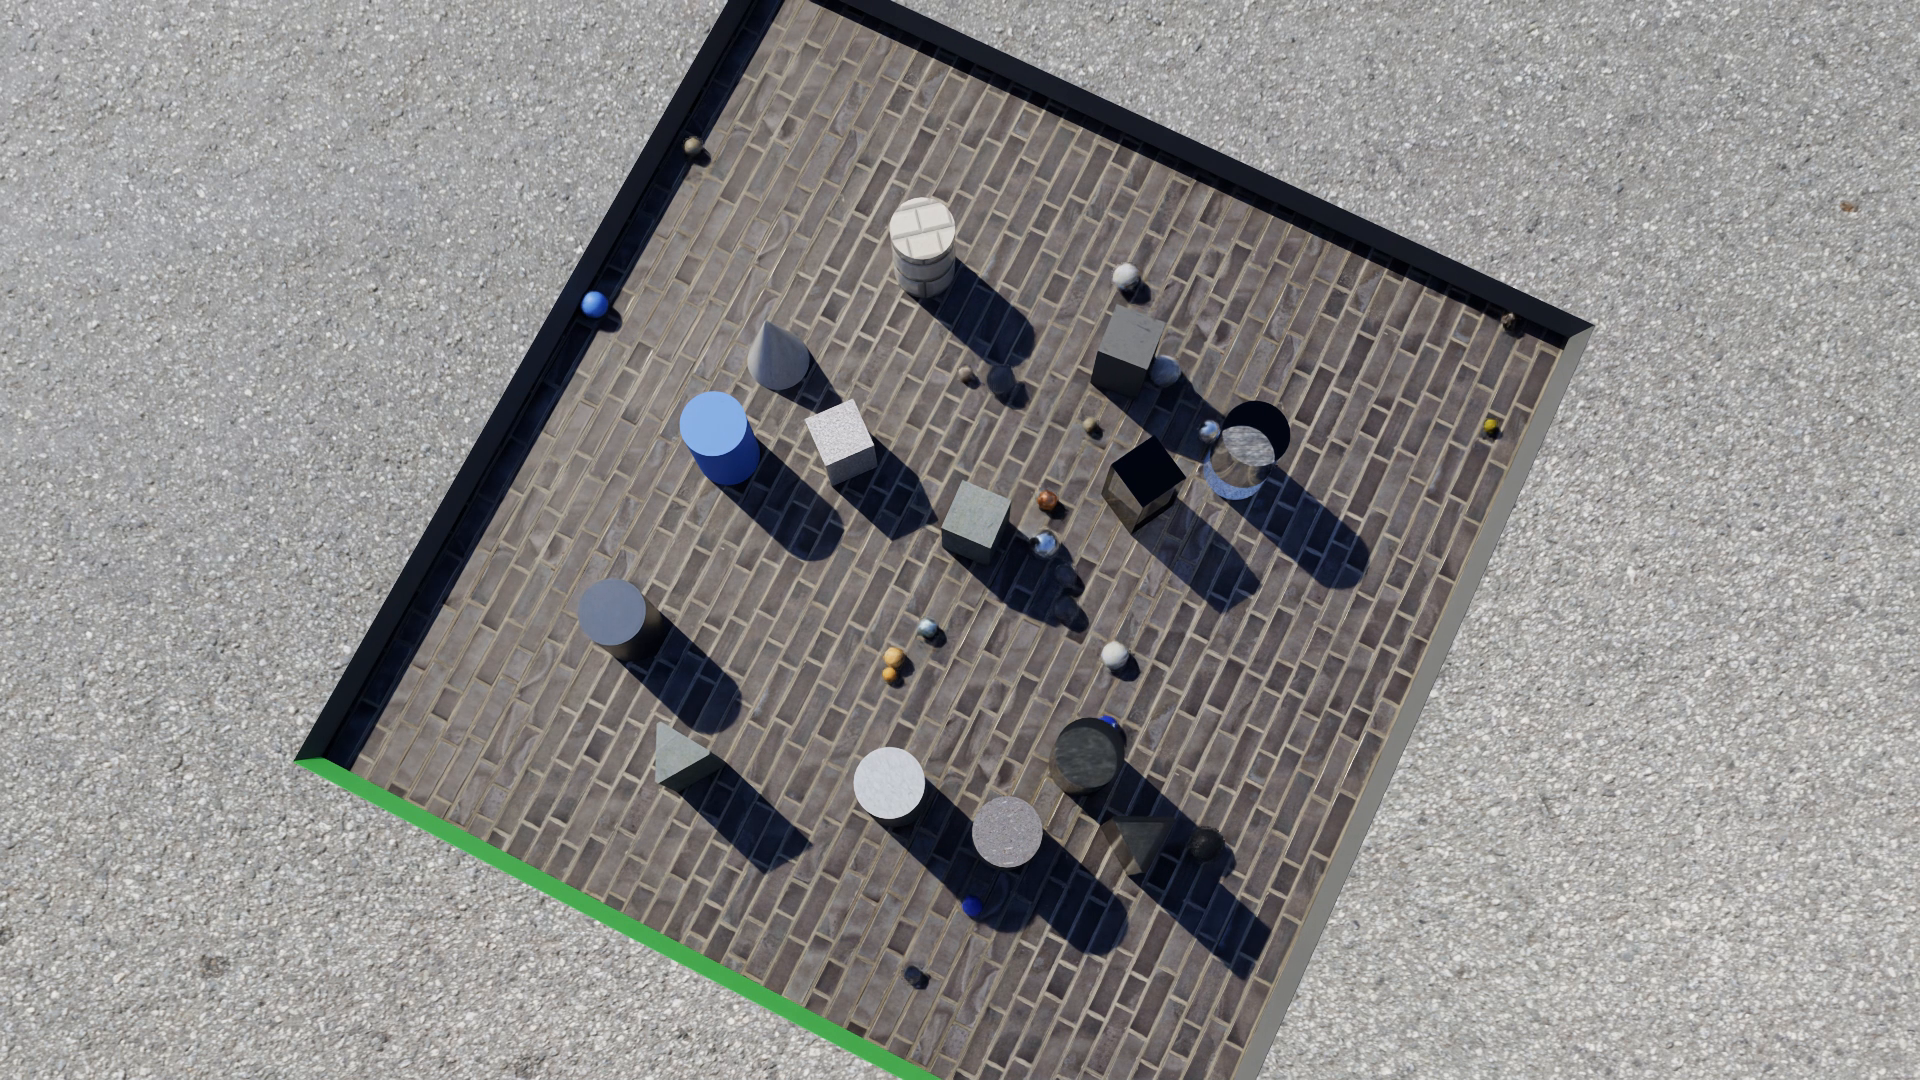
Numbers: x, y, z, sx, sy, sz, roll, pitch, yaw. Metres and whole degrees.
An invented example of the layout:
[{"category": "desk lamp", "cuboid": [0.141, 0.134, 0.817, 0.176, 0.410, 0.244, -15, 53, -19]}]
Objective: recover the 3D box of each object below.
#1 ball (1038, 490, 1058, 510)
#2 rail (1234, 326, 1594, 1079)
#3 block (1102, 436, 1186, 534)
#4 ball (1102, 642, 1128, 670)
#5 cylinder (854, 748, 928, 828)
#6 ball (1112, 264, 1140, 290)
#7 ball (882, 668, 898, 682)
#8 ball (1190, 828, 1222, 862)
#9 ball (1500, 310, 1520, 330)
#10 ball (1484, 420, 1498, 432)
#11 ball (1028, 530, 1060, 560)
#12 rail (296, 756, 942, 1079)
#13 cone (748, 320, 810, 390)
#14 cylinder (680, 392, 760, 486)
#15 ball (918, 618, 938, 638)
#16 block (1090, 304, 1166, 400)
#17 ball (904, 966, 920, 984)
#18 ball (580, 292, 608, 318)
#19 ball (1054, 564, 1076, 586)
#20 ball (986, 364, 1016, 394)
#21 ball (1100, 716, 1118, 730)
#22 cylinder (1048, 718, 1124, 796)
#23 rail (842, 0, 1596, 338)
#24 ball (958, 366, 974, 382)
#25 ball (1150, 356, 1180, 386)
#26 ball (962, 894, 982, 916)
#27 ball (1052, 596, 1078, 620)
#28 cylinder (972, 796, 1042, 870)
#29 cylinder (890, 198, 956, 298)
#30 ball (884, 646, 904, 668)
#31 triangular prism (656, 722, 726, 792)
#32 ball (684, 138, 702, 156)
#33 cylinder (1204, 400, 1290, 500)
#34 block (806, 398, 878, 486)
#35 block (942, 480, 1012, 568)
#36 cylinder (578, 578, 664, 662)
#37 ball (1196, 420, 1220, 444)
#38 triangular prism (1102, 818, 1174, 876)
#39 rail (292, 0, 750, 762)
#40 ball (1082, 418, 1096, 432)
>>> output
[{"category": "ball", "cuboid": [0.268, -0.122, 5.610, 0.061, 0.061, 0.061, 0, 78, 0]}, {"category": "rail", "cuboid": [1.272, 0.630, 5.420, 0.045, 0.127, 2.939, 26, 80, 5]}, {"category": "block", "cuboid": [0.543, -0.160, 5.457, 0.156, 0.378, 0.156, -34, 80, -7]}, {"category": "ball", "cuboid": [0.465, 0.347, 5.503, 0.081, 0.081, 0.081, 0, 78, 0]}, {"category": "cylinder", "cuboid": [-0.193, 0.710, 5.232, 0.195, 0.465, 0.195, 0, 78, 0]}, {"category": "ball", "cuboid": [0.522, -0.824, 5.744, 0.084, 0.084, 0.084, 0, 78, 0]}, {"category": "ball", "cuboid": [-0.211, 0.405, 5.510, 0.045, 0.045, 0.045, 0, 78, 0]}, {"category": "ball", "cuboid": [0.723, 0.896, 5.381, 0.098, 0.098, 0.098, 0, 78, 0]}, {"category": "ball", "cuboid": [1.721, -0.688, 5.730, 0.057, 0.057, 0.057, 0, 78, 0]}, {"category": "ball", "cuboid": [1.642, -0.352, 5.668, 0.042, 0.042, 0.042, 0, 78, 0]}, {"category": "ball", "cuboid": [0.255, 0.013, 5.567, 0.092, 0.092, 0.092, 0, 78, 0]}, {"category": "rail", "cuboid": [-0.647, 1.273, 5.287, 2.893, 0.127, 0.045, 26, 80, 5]}, {"category": "cone", "cuboid": [-0.568, -0.603, 5.540, 0.195, 0.394, 0.195, 0, 78, 0]}, {"category": "cylinder", "cuboid": [-0.716, -0.301, 5.493, 0.195, 0.363, 0.195, 0, 78, 0]}, {"category": "ball", "cuboid": [-0.098, 0.266, 5.531, 0.061, 0.061, 0.061, 0, 78, 0]}, {"category": "block", "cuboid": [0.507, -0.566, 5.566, 0.156, 0.329, 0.156, 22, 79, 4]}, {"category": "ball", "cuboid": [-0.139, 1.263, 5.329, 0.051, 0.051, 0.051, 0, 78, 0]}, {"category": "ball", "cuboid": [-1.143, -0.735, 5.726, 0.084, 0.084, 0.084, 0, 78, 0]}, {"category": "ball", "cuboid": [0.317, 0.106, 5.560, 0.068, 0.068, 0.068, 0, 78, 0]}, {"category": "ball", "cuboid": [0.126, -0.497, 5.674, 0.090, 0.090, 0.090, 0, 78, 0]}, {"category": "ball", "cuboid": [0.438, 0.557, 5.467, 0.066, 0.066, 0.066, 0, 78, 0]}, {"category": "cylinder", "cuboid": [0.362, 0.630, 5.291, 0.195, 0.382, 0.195, 0, 78, 0]}, {"category": "rail", "cuboid": [0.647, -1.260, 5.811, 2.893, 0.127, 0.045, 26, 80, 5]}, {"category": "ball", "cuboid": [0.019, -0.517, 5.700, 0.046, 0.046, 0.046, 0, 78, 0]}, {"category": "ball", "cuboid": [0.635, -0.522, 5.675, 0.096, 0.096, 0.096, 0, 78, 0]}, {"category": "ball", "cuboid": [0.035, 1.069, 5.364, 0.060, 0.060, 0.060, 0, 78, 0]}, {"category": "ball", "cuboid": [0.317, 0.205, 5.535, 0.076, 0.076, 0.076, 0, 78, 0]}, {"category": "cylinder", "cuboid": [0.131, 0.845, 5.253, 0.195, 0.370, 0.195, 0, 78, 0]}, {"category": "cylinder", "cuboid": [-0.112, -0.892, 5.624, 0.195, 0.348, 0.195, 0, 78, 0]}, {"category": "ball", "cuboid": [-0.198, 0.352, 5.512, 0.063, 0.063, 0.063, 0, 78, 0]}, {"category": "triangular prism", "cuboid": [-0.809, 0.610, 5.303, 0.169, 0.367, 0.146, -29, 80, -6]}, {"category": "ball", "cuboid": [-0.852, -1.252, 5.846, 0.059, 0.059, 0.059, 0, 78, 0]}, {"category": "cylinder", "cuboid": [0.849, -0.262, 5.454, 0.195, 0.425, 0.195, 0, 78, 0]}, {"category": "block", "cuboid": [-0.357, -0.292, 5.544, 0.156, 0.261, 0.156, -24, 79, -5]}, {"category": "block", "cuboid": [0.048, -0.047, 5.480, 0.156, 0.286, 0.156, 23, 79, 5]}, {"category": "cylinder", "cuboid": [-0.994, 0.239, 5.396, 0.195, 0.334, 0.195, 0, 78, 0]}, {"category": "ball", "cuboid": [0.767, -0.334, 5.648, 0.073, 0.073, 0.073, 0, 78, 0]}, {"category": "triangular prism", "cuboid": [0.480, 0.839, 5.210, 0.146, 0.456, 0.169, 31, 80, 6]}, {"category": "rail", "cuboid": [-1.272, -0.616, 5.678, 0.045, 0.127, 2.939, 26, 80, 5]}, {"category": "ball", "cuboid": [0.402, -0.356, 5.668, 0.043, 0.043, 0.043, 0, 78, 0]}]
